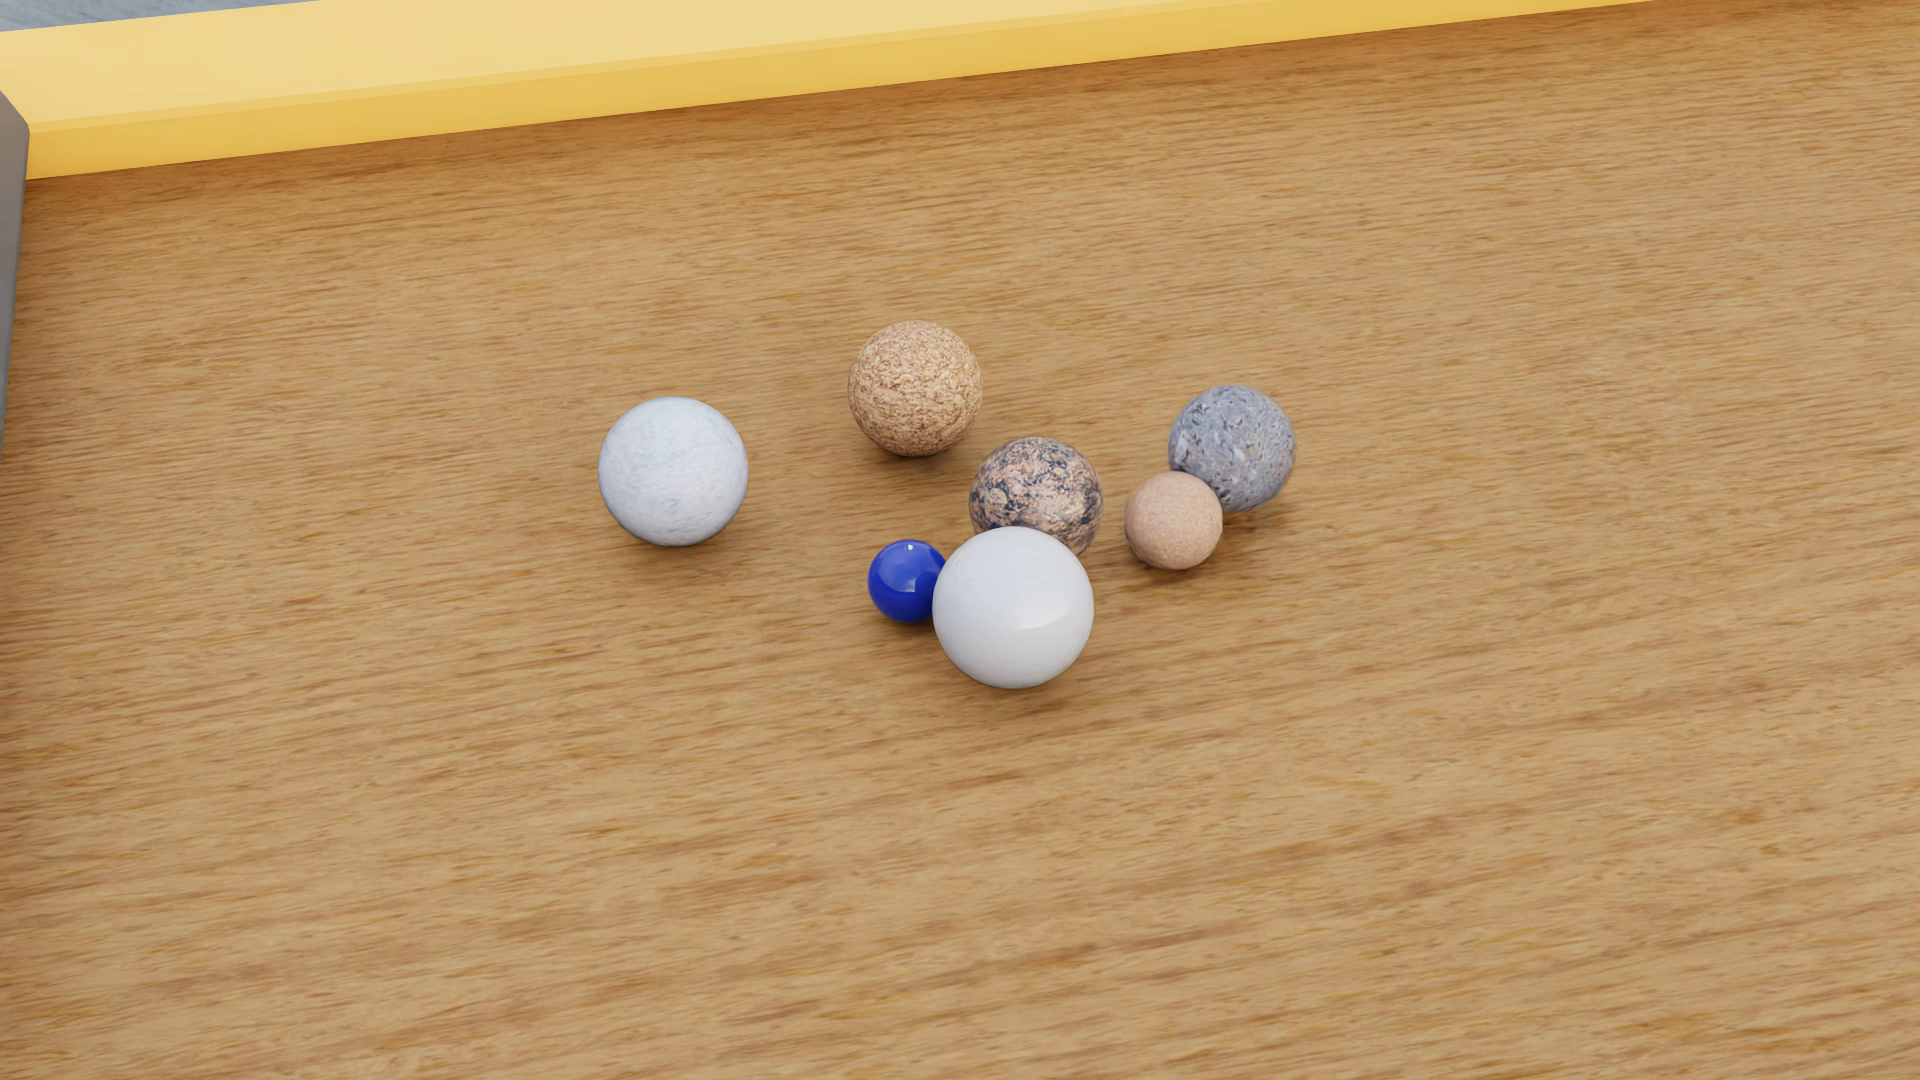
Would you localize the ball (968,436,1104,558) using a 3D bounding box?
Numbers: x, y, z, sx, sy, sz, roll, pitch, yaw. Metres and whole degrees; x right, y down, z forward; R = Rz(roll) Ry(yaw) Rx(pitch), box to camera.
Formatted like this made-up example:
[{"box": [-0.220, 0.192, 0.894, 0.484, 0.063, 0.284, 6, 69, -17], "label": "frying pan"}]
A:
[{"box": [0.049, -0.024, 1.659, 0.088, 0.088, 0.088, 0, 35, 0], "label": "ball"}]

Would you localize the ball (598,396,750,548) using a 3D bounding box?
[{"box": [-0.187, -0.045, 1.679, 0.099, 0.099, 0.099, 0, 35, 0], "label": "ball"}]

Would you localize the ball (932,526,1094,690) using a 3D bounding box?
[{"box": [0.032, 0.041, 1.558, 0.099, 0.099, 0.099, 0, 35, 0], "label": "ball"}]

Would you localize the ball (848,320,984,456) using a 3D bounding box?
[{"box": [-0.031, -0.104, 1.768, 0.094, 0.094, 0.094, 0, 35, 0], "label": "ball"}]

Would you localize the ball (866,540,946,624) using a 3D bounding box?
[{"box": [-0.032, 0.026, 1.619, 0.053, 0.053, 0.053, 0, 35, 0], "label": "ball"}]

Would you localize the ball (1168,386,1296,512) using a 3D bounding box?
[{"box": [0.181, -0.060, 1.706, 0.084, 0.084, 0.084, 0, 35, 0], "label": "ball"}]

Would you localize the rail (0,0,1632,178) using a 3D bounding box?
[{"box": [0.435, -0.517, 2.319, 2.541, 0.129, 0.045, -8, 36, -12], "label": "rail"}]

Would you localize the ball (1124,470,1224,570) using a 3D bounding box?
[{"box": [0.138, -0.012, 1.663, 0.065, 0.065, 0.065, 0, 35, 0], "label": "ball"}]

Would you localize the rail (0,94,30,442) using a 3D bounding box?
[{"box": [-0.592, 0.068, 1.492, 0.045, 0.129, 1.501, -8, 36, -12], "label": "rail"}]
